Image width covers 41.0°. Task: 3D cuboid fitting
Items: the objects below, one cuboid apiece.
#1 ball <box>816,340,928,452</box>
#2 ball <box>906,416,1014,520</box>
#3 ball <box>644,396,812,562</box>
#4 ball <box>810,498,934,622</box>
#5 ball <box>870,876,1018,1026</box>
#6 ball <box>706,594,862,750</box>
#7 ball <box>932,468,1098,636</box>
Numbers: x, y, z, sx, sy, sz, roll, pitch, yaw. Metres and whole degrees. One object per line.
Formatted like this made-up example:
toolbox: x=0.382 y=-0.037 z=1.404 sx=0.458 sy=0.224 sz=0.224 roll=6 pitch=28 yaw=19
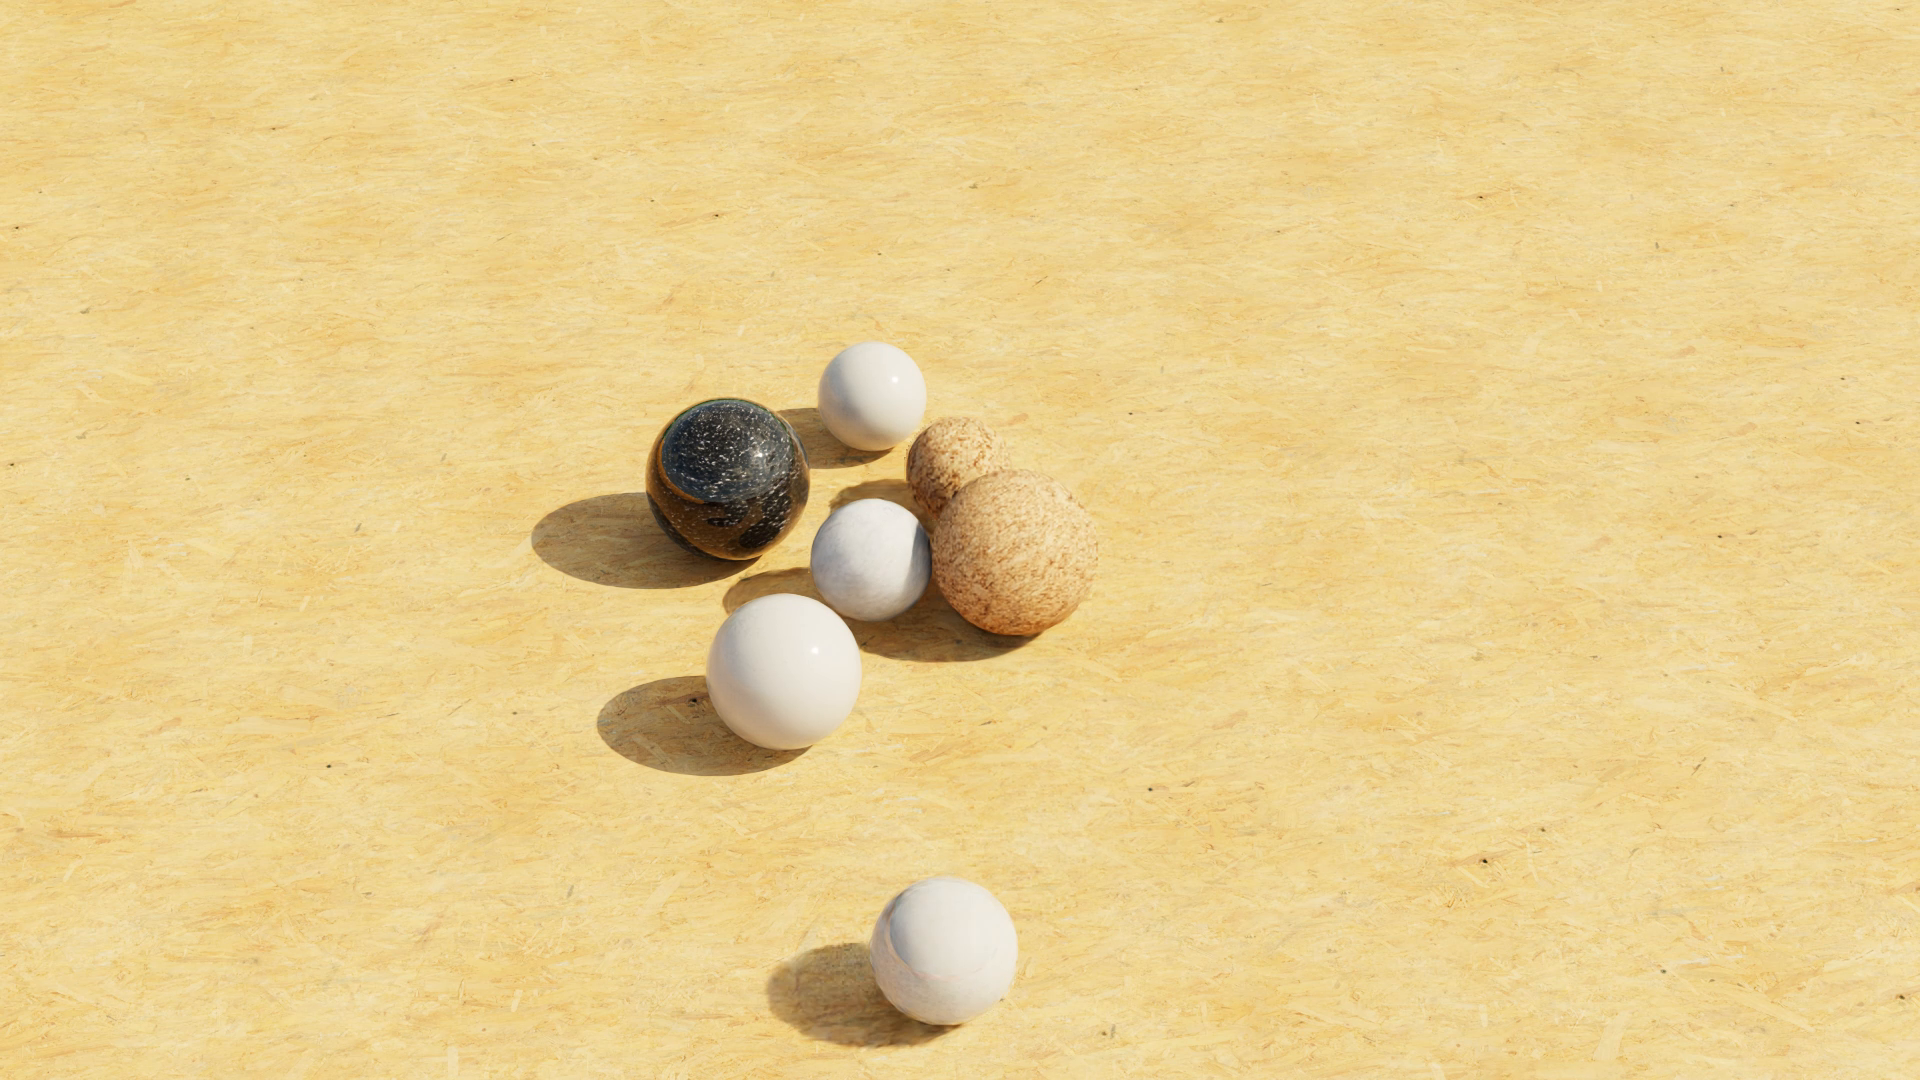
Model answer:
ball: x=-0.056 y=-0.092 z=1.636 sx=0.070 sy=0.070 sz=0.070 roll=0 pitch=37 yaw=0
ball: x=0.000 y=-0.043 z=1.573 sx=0.066 sy=0.066 sz=0.066 roll=0 pitch=37 yaw=0
ball: x=-0.139 y=-0.036 z=1.537 sx=0.100 sy=0.100 sz=0.100 roll=0 pitch=37 yaw=0
ball: x=-0.051 y=0.012 z=1.495 sx=0.072 sy=0.072 sz=0.072 roll=0 pitch=37 yaw=0
ball: x=-0.008 y=0.199 z=1.243 sx=0.072 sy=0.072 sz=0.072 roll=0 pitch=37 yaw=0
ball: x=-0.096 y=0.072 z=1.402 sx=0.086 sy=0.086 sz=0.086 roll=0 pitch=37 yaw=0
ball: x=0.032 y=0.007 z=1.481 sx=0.096 sy=0.096 sz=0.096 roll=0 pitch=37 yaw=0
